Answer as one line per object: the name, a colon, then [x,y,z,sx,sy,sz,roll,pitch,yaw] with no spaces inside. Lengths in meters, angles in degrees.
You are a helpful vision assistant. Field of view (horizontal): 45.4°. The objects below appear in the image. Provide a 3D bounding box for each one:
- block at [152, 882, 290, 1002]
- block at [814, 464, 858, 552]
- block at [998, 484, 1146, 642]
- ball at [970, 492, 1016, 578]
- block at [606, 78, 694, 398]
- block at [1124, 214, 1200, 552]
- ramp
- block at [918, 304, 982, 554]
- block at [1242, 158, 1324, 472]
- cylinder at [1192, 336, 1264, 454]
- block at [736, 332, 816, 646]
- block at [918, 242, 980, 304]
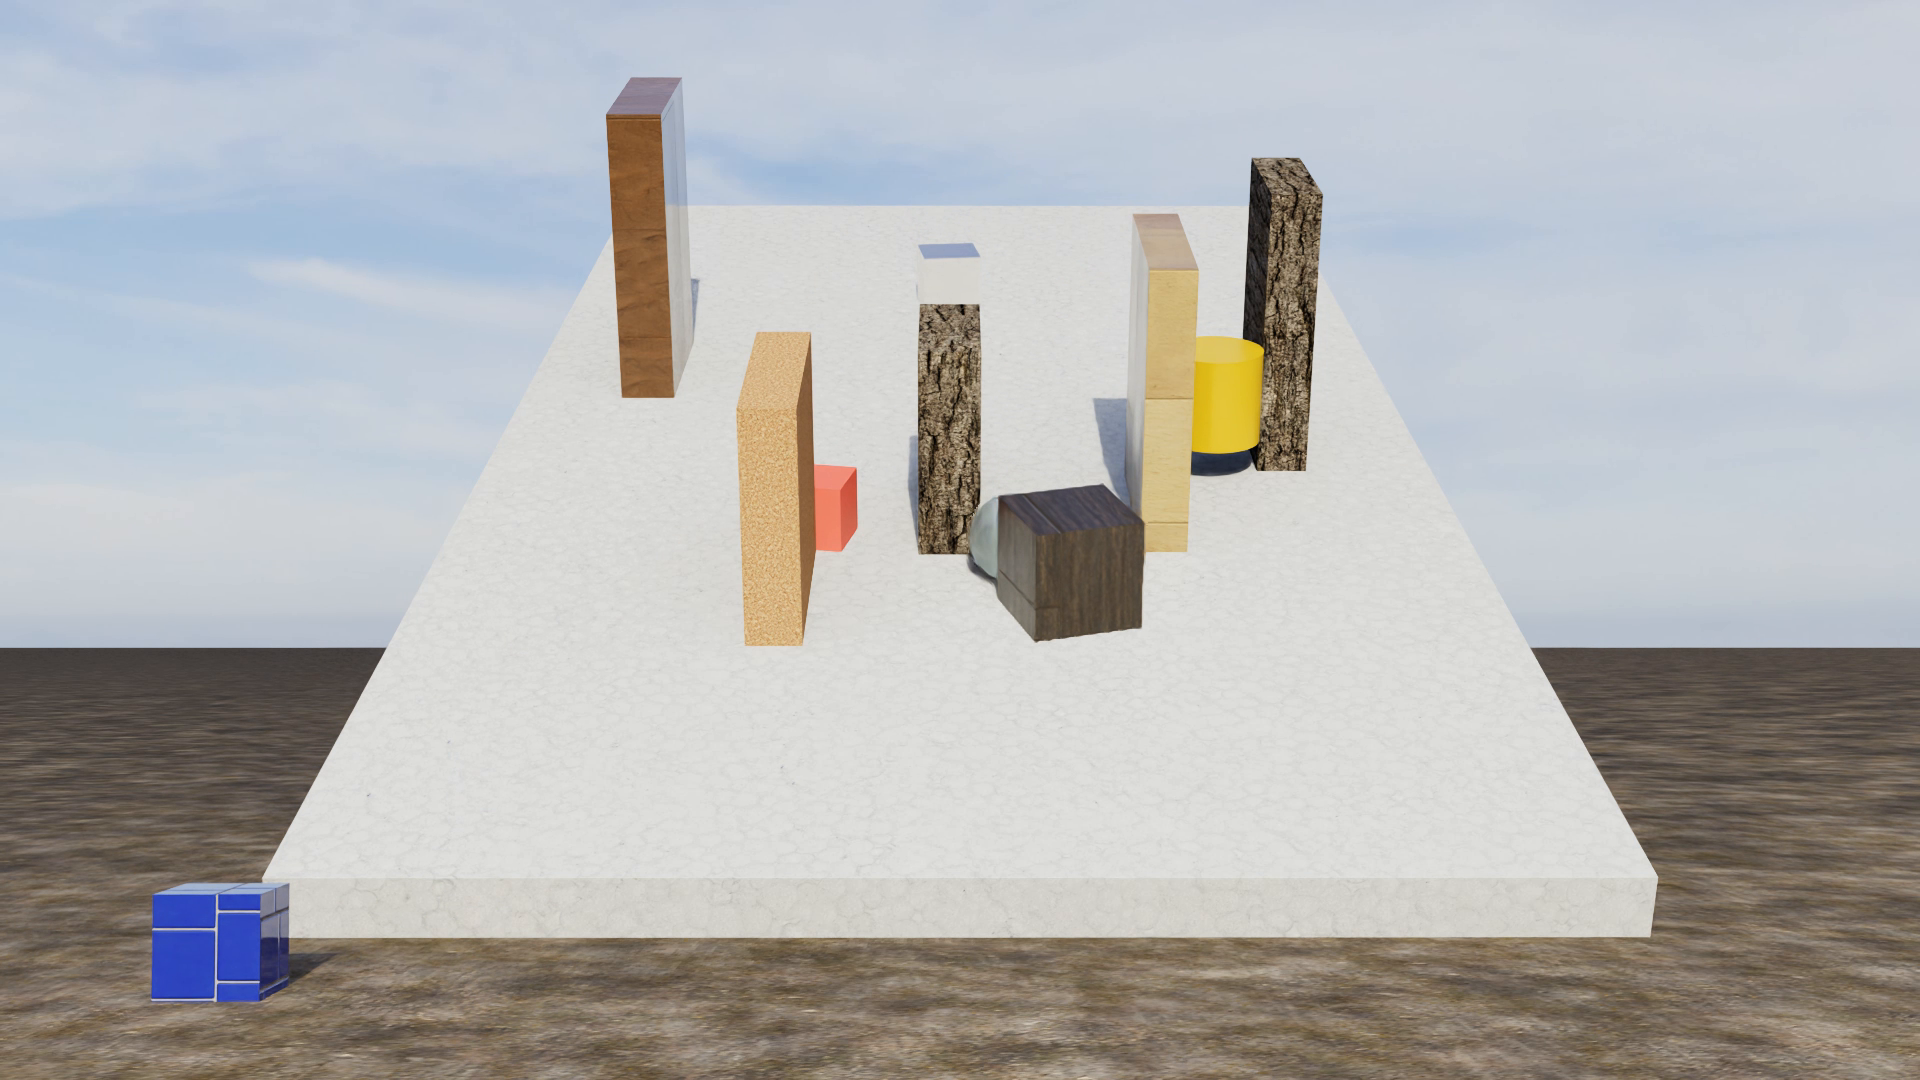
block: [-0.900,0.489,2.802,0.128,0.128,0.128,0,-3,-1]
block: [-0.278,-0.064,4.472,0.128,0.128,0.128,5,22,11]
block: [0.196,0.039,4.121,0.202,0.202,0.202,-7,23,-17]
ball: [0.099,-0.005,4.277,0.165,0.165,0.165,0,-3,0]
block: [-0.718,-0.711,5.364,0.121,0.655,0.431,0,22,0]
block: [0.392,-0.316,4.520,0.091,0.560,0.425,0,22,0]
ramp: [-0.007,-0.221,5.164,2.000,0.100,4.000,0,22,0]
block: [-0.020,-0.220,4.488,0.119,0.406,0.321,0,22,0]
block: [0.678,-0.483,4.890,0.104,0.594,0.335,0,22,0]
cylinder: [0.530,-0.304,4.778,0.193,0.193,0.193,0,22,0]
block: [-0.327,-0.101,4.148,0.101,0.438,0.443,0,22,0]
block: [-0.029,-0.680,5.969,0.146,0.146,0.146,-3,22,-7]
